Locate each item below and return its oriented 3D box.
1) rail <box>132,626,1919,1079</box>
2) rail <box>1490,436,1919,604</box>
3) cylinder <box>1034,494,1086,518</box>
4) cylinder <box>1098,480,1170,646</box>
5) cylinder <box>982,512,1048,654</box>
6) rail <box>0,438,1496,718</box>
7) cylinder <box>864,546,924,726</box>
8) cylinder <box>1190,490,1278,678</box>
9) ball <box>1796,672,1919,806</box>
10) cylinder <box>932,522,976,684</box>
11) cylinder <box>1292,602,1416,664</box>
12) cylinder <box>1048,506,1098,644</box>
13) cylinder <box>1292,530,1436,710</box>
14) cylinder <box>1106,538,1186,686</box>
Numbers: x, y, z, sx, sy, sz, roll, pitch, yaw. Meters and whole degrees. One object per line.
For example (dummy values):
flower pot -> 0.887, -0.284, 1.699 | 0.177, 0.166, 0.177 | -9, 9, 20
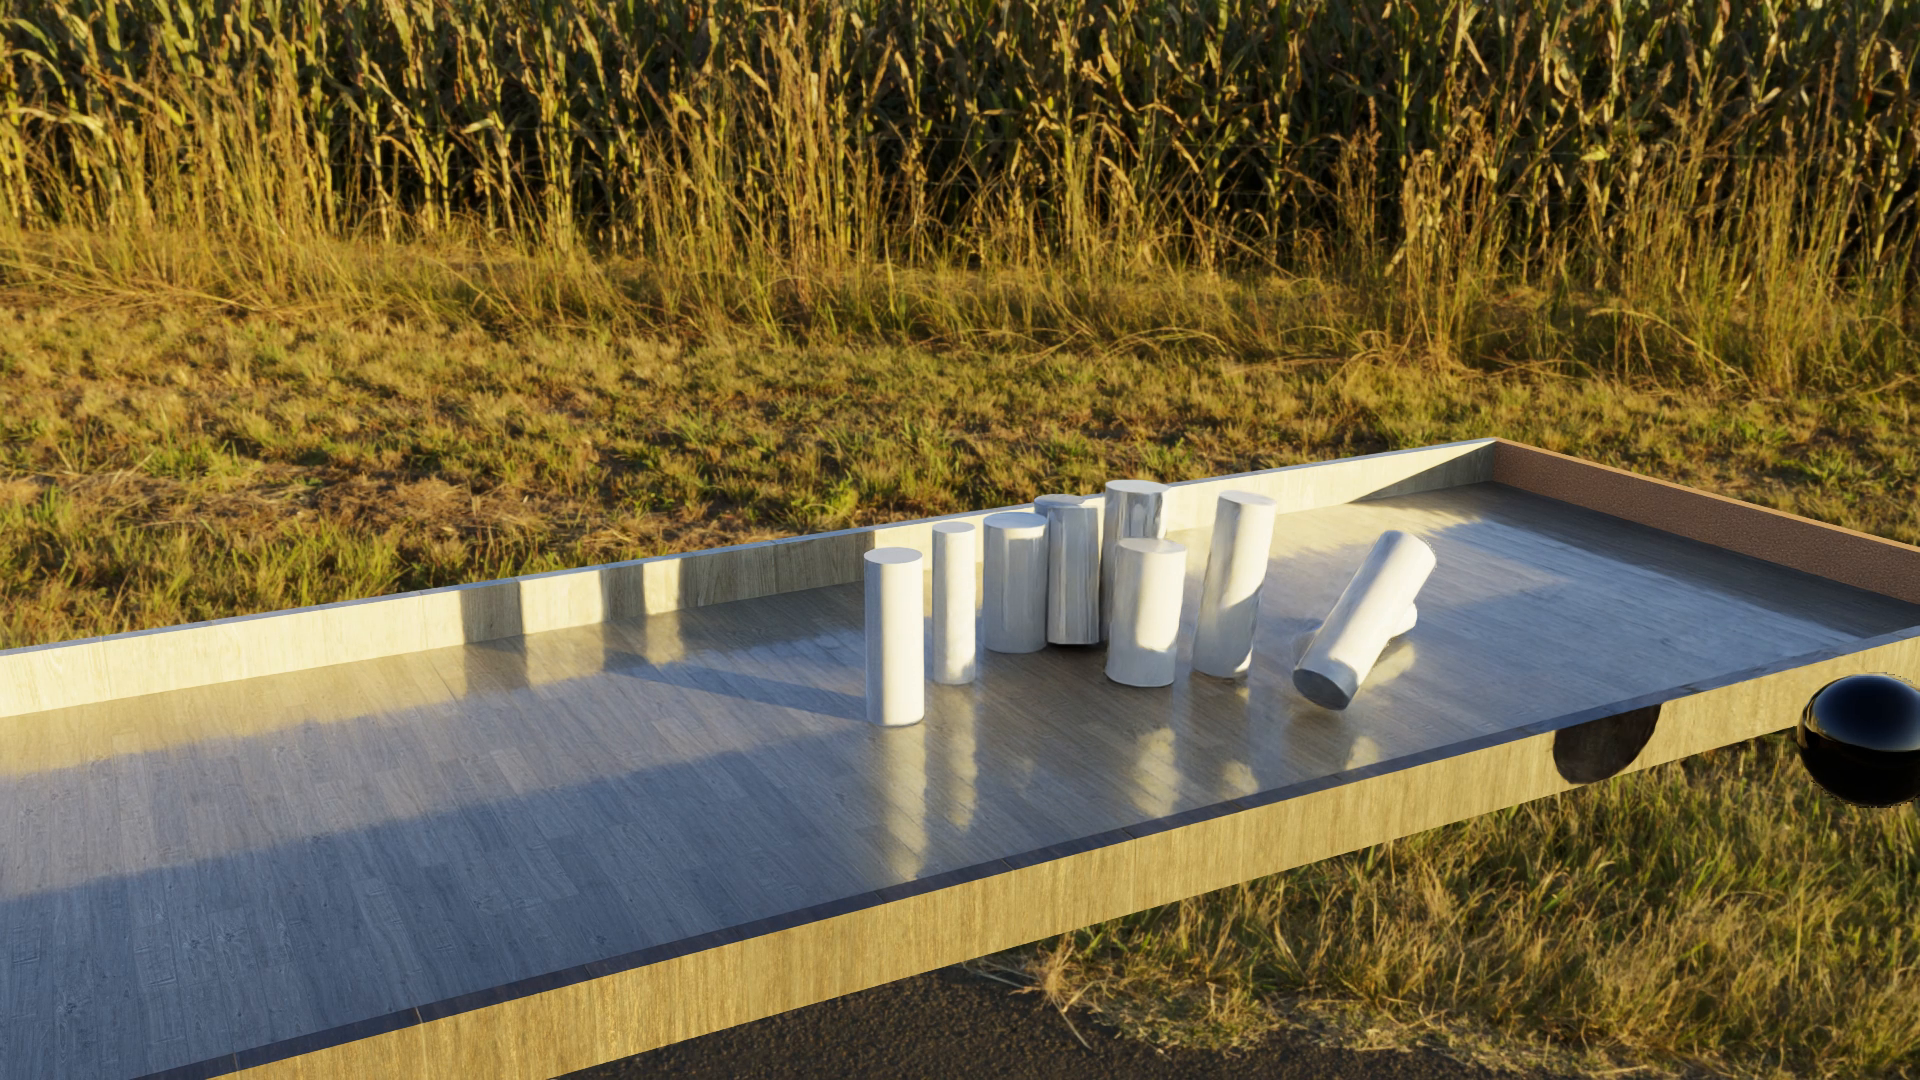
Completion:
rail -> -2.336, 1.006, 1.665 | 12.000, 0.150, 0.050 | -9, 18, -27
rail -> 2.466, -0.048, 5.253 | 0.050, 0.150, 2.100 | -9, 18, -27
cylinder -> 0.275, 0.051, 4.592 | 0.142, 0.333, 0.142 | 0, 16, 0
cylinder -> 0.456, 0.063, 4.380 | 0.169, 0.420, 0.169 | 3, 14, -1
cylinder -> 0.146, 0.111, 4.373 | 0.174, 0.339, 0.174 | 0, 16, 0
rail -> -3.305, 0.497, 3.399 | 12.000, 0.150, 0.050 | -9, 18, -27
cylinder -> -0.154, 0.227, 3.874 | 0.137, 0.400, 0.137 | 0, 16, 0
cylinder -> 0.689, 0.111, 4.155 | 0.147, 0.449, 0.147 | 7, 15, -2
ball -> 1.832, 0.401, 3.318 | 0.267, 0.267, 0.267 | 0, 16, 0
cylinder -> -0.016, 0.157, 4.121 | 0.108, 0.394, 0.108 | 0, 16, 0
cylinder -> 1.040, 0.242, 4.330 | 0.114, 0.114, 0.439 | 15, 22, 41
cylinder -> 0.299, 0.091, 4.371 | 0.134, 0.357, 0.134 | 0, 2, 0
cylinder -> 0.984, 0.192, 4.016 | 0.150, 0.150, 0.458 | 15, 57, 41
cylinder -> 0.464, 0.178, 4.121 | 0.171, 0.340, 0.171 | 4, 13, -1
